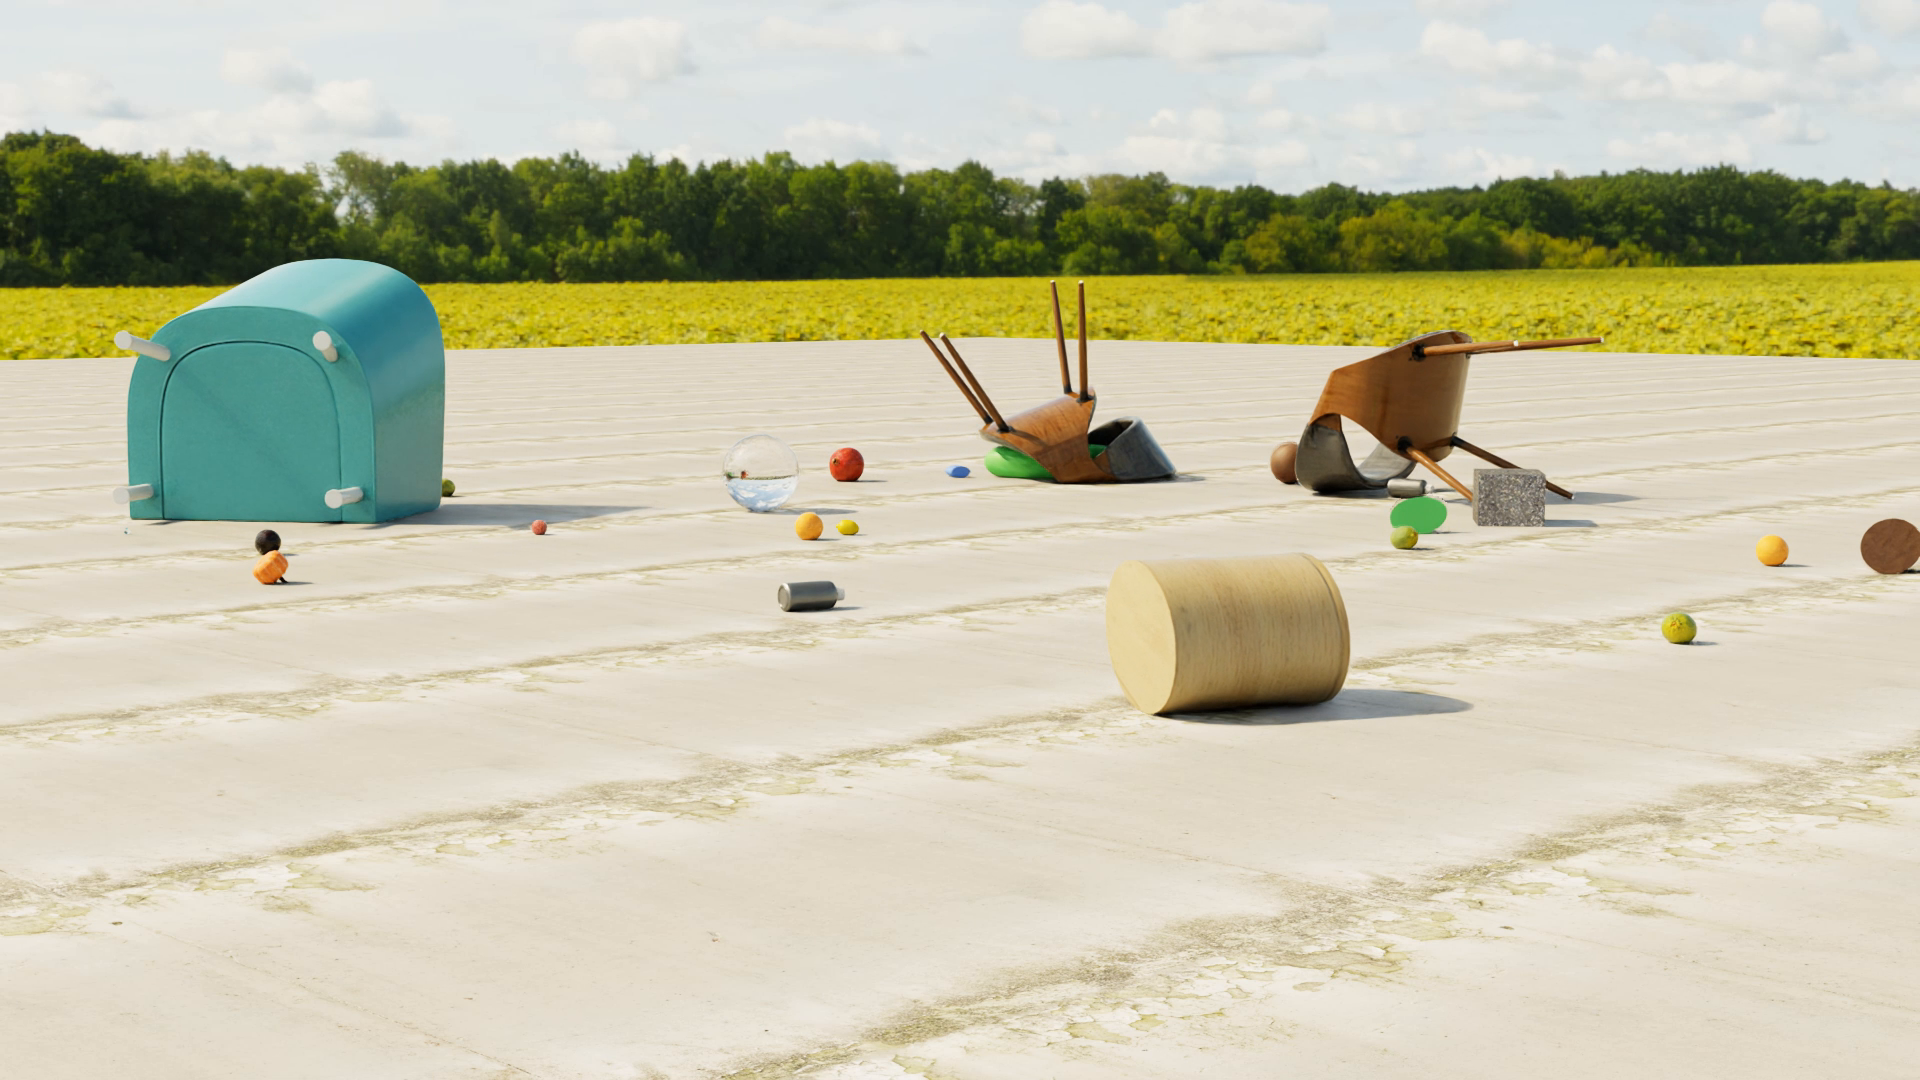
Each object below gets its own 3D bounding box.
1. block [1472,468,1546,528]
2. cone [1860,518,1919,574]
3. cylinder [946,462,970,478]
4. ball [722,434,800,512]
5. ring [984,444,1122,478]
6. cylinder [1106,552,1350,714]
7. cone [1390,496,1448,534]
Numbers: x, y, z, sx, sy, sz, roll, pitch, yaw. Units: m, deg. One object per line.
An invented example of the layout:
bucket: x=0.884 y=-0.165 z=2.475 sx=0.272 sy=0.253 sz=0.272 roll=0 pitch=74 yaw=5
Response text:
block: x=1.464 y=-0.114 z=6.849 sx=0.172 sy=0.137 sz=0.210 roll=1 pitch=6 yaw=7
cone: x=2.071 y=0.037 z=5.763 sx=0.147 sy=0.123 sz=0.139 roll=-33 pitch=-17 yaw=-9
cylinder: x=-0.007 y=-0.225 z=8.410 sx=0.066 sy=0.038 sz=0.061 roll=-8 pitch=25 yaw=-10
ball: x=-0.558 y=-0.188 z=7.181 sx=0.217 sy=0.217 sz=0.217 roll=0 pitch=6 yaw=0
ring: x=0.304 y=-0.257 z=8.406 sx=0.455 sy=0.105 sz=0.208 roll=0 pitch=7 yaw=10
cylinder: x=0.407 y=0.141 z=3.931 sx=0.290 sy=0.221 sz=0.262 roll=-2 pitch=32 yaw=-21
cone: x=1.161 y=-0.045 z=6.618 sx=0.162 sy=0.098 sz=0.118 roll=-13 pitch=-14 yaw=-16
